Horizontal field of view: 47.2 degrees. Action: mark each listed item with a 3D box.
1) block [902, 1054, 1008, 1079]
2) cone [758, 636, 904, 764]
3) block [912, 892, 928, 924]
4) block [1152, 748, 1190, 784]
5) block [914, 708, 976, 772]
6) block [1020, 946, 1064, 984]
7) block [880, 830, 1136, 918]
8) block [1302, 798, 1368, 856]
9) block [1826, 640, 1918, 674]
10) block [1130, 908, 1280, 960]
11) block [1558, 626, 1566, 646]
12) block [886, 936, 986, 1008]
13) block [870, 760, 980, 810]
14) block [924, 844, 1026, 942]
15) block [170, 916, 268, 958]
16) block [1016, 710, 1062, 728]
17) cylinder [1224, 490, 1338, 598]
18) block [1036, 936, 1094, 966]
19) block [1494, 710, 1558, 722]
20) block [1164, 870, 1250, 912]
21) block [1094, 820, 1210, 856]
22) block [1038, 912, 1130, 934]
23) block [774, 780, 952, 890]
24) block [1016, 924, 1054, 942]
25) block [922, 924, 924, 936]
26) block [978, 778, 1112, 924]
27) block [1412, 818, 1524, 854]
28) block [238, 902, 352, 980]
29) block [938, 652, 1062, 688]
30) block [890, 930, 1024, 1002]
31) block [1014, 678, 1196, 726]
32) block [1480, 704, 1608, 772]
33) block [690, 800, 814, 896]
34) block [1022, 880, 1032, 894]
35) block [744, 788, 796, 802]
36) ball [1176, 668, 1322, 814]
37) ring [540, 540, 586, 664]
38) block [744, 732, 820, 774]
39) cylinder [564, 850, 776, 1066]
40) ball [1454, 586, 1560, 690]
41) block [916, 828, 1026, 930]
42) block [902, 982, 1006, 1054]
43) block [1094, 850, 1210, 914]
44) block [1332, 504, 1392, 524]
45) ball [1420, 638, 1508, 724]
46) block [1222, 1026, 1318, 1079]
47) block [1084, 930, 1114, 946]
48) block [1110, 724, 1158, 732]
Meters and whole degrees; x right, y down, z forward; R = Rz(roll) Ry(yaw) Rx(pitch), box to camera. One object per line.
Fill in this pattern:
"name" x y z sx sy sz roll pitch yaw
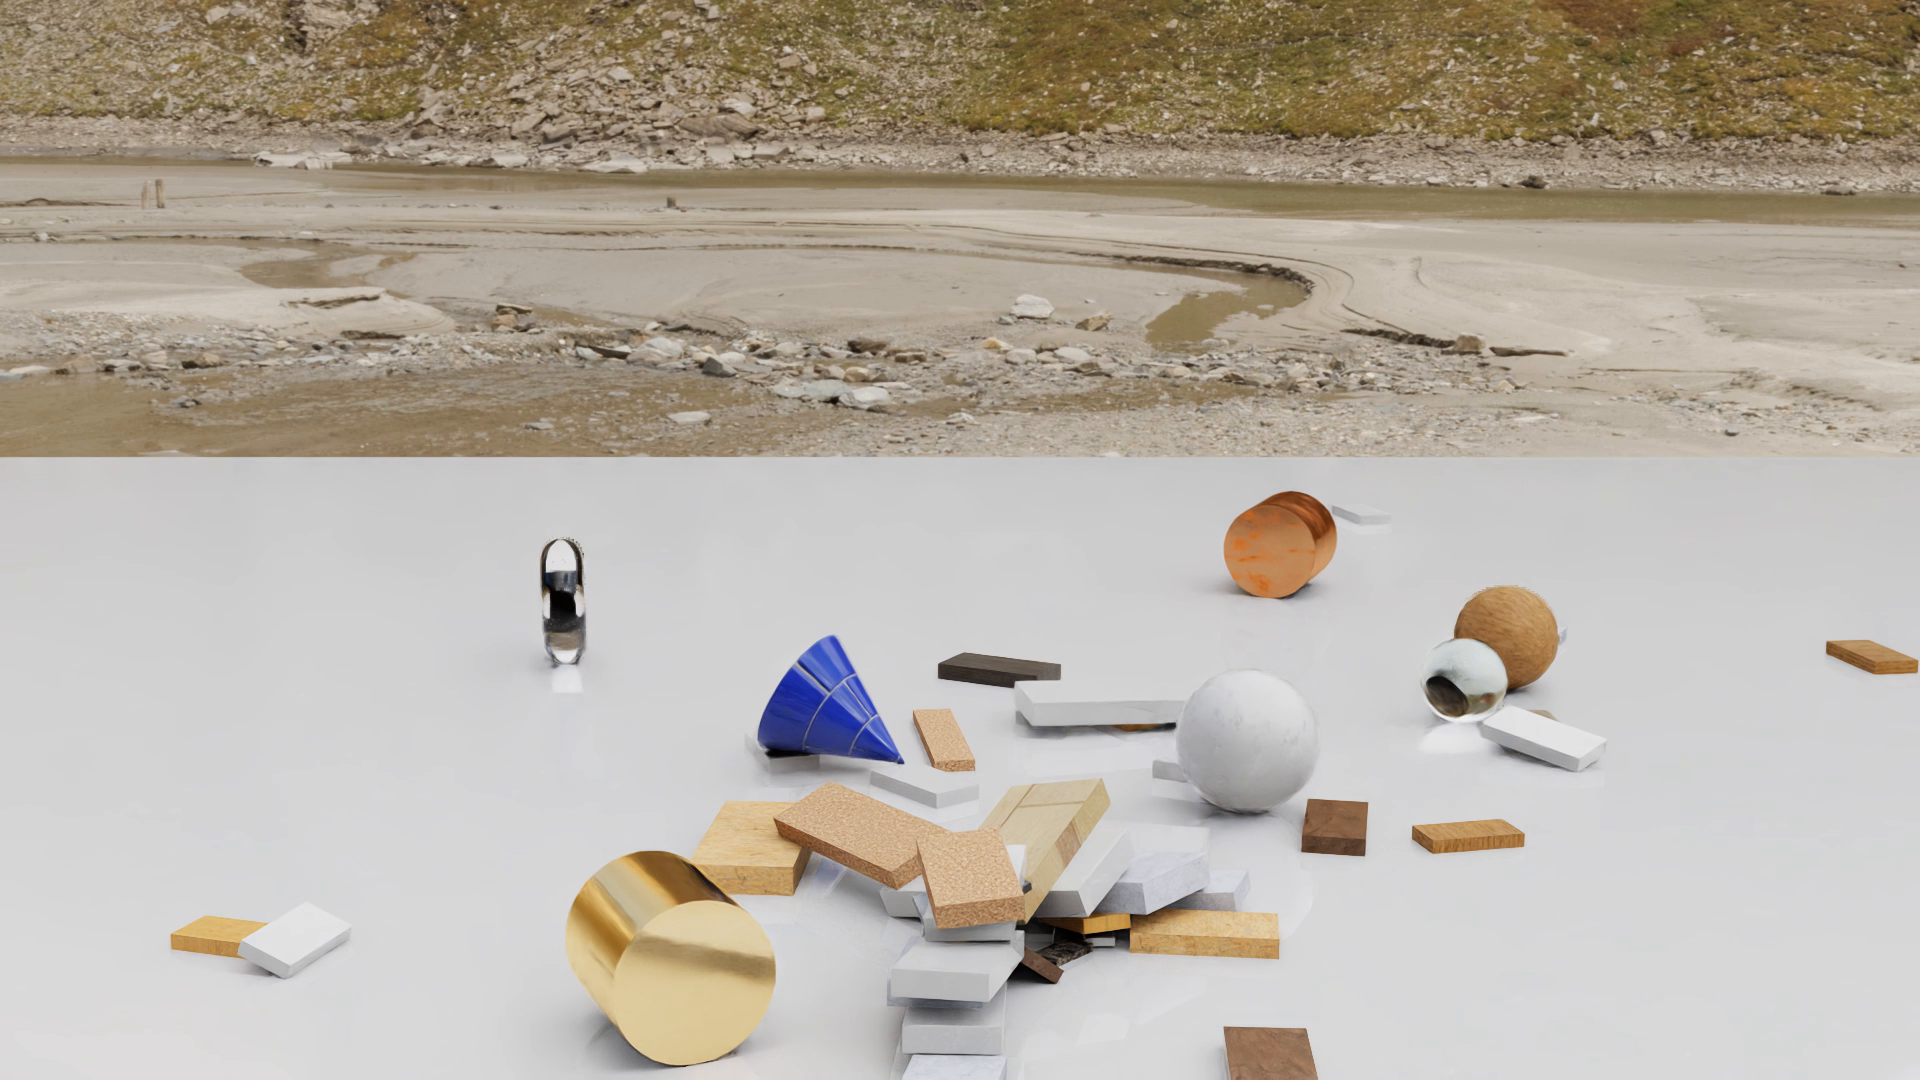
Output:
"block" -0.048 0.755 2.683 0.125 0.035 0.554 2 11 10
"cone" -0.214 0.372 4.356 0.266 0.266 0.266 32 22 17
"block" -0.033 0.558 3.242 0.045 0.013 0.091 -14 50 -17
"block" 0.498 0.435 4.402 0.128 0.036 0.256 6 12 29
"block" -0.036 0.413 4.561 0.081 0.023 0.398 -1 11 -7
"block" 0.083 0.619 3.331 0.081 0.023 0.161 36 -9 -29
"block" 0.074 0.532 3.505 0.385 0.048 0.171 -7 22 36
"block" 0.679 0.518 3.972 0.111 0.031 0.222 2 11 11
"block" 2.179 0.279 5.259 0.109 0.031 0.218 -2 11 -8
"block" 0.383 0.615 3.444 0.229 0.032 0.114 1 11 7
"block" 1.413 0.248 5.426 0.109 0.031 0.246 6 12 28
"block" -0.021 0.621 3.166 0.134 0.038 0.267 1 2 6
"block" -0.069 0.470 4.235 0.103 0.029 0.207 -9 14 -39
"block" 0.025 0.513 3.209 0.125 0.035 0.249 -2 16 7
"block" -1.130 0.621 3.432 0.175 0.025 0.088 3 11 18
"block" 0.193 0.365 4.803 0.103 0.029 0.207 2 11 13
"cylinder" 0.889 0.010 6.087 0.257 0.257 0.257 4 11 22
"block" 0.160 0.635 3.391 0.045 0.013 0.091 9 14 40
"block" 1.201 0.400 4.607 0.111 0.031 0.222 0 11 1
"block" 0.348 0.574 3.582 0.229 0.032 0.114 -5 8 20
"block" 0.252 0.537 3.822 0.341 0.048 0.171 3 11 14
"block" 0.195 0.595 3.465 0.081 0.023 0.161 -3 -1 -24
"block" -0.164 0.492 3.695 0.128 0.036 0.360 -31 25 -29
"block" 0.103 0.619 3.474 0.091 0.013 0.045 1 10 7
"block" -0.017 0.596 3.327 0.081 0.023 0.161 4 -23 -1
"block" 0.092 0.489 3.452 0.171 0.048 0.341 -9 21 32
"block" 0.908 0.529 3.929 0.176 0.025 0.088 -2 11 -13
"block" -1.022 0.615 3.384 0.088 0.025 0.175 24 16 11
"block" 0.092 0.305 5.105 0.256 0.036 0.128 6 12 27
"block" 0.000 0.587 3.059 0.134 0.038 0.267 1 2 12
"block" 0.321 0.346 4.703 0.380 0.050 0.178 0 11 -11
"block" 1.183 0.402 4.462 0.222 0.031 0.111 20 30 40
"block" -0.352 0.534 3.834 0.178 0.050 0.355 1 11 4
"block" 0.059 0.515 3.289 0.091 0.013 0.045 11 27 44
"block" -0.363 0.498 4.103 0.081 0.023 0.162 1 11 7
"ball" 0.536 0.374 4.096 0.269 0.269 0.269 0 11 0
"ring" -0.946 0.147 5.241 0.100 0.301 0.301 -3 11 -10
"block" -0.362 0.427 4.466 0.103 0.029 0.207 -4 11 -19
"cylinder" -0.408 0.580 3.079 0.233 0.233 0.233 -5 12 -25
"ball" 1.244 0.223 5.008 0.233 0.233 0.233 0 11 0
"block" 0.013 0.486 3.176 0.125 0.035 0.249 -6 16 -6
"block" -0.005 0.662 3.073 0.134 0.038 0.267 0 2 3
"block" 0.206 0.548 3.561 0.355 0.050 0.178 -4 6 41
"block" 1.318 -0.085 7.221 0.109 0.031 0.218 -3 11 -15
"ball" 1.079 0.302 4.714 0.185 0.185 0.185 0 11 0
"block" 0.414 0.710 2.932 0.114 0.032 0.229 1 11 3
"block" 0.217 0.619 3.464 0.045 0.013 0.091 0 8 -1
"block" 0.348 0.379 4.743 0.081 0.023 0.162 -6 12 -30
